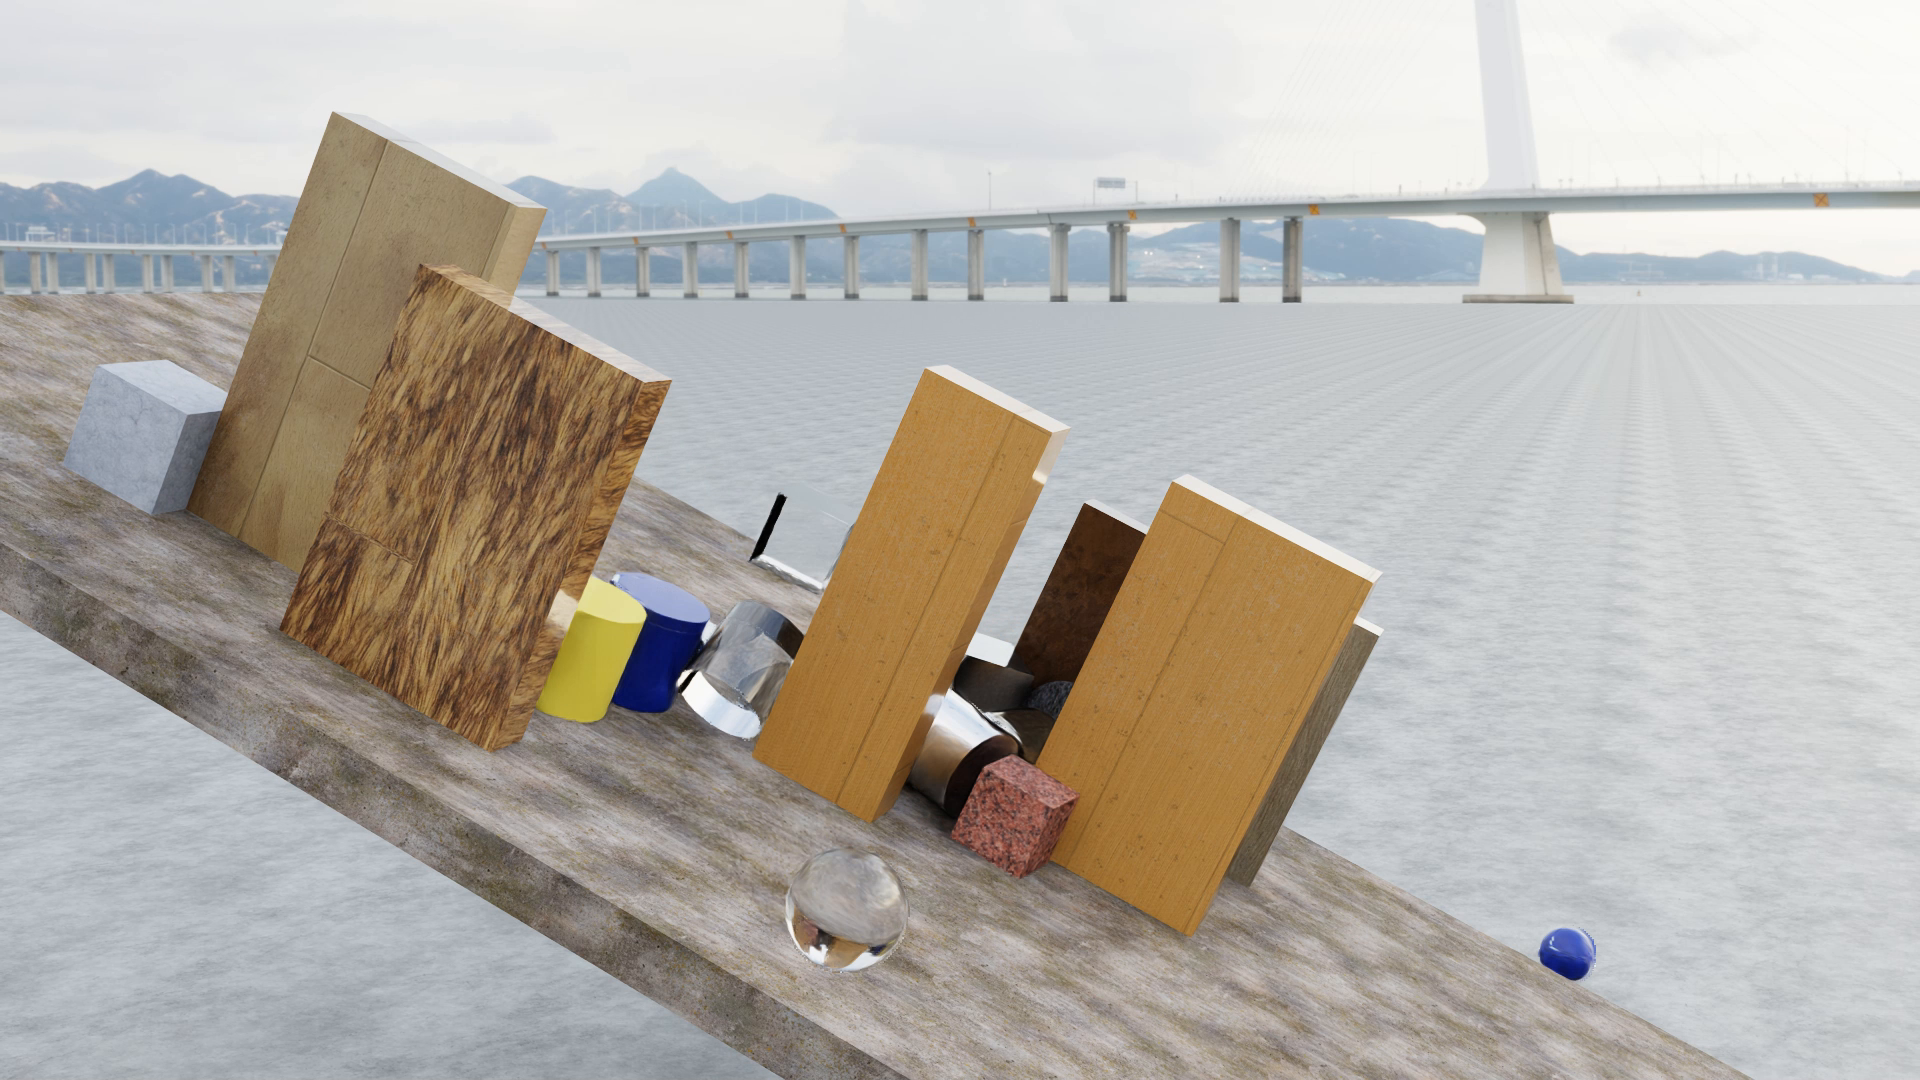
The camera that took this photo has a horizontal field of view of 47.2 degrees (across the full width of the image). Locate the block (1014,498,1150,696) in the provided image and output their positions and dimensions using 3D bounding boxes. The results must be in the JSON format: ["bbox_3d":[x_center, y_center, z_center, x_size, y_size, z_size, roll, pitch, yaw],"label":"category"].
[{"bbox_3d":[0.324,0.229,4.681,0.365,0.520,0.082,28,14,12],"label":"block"}]

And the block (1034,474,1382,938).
[{"bbox_3d":[0.426,0.306,4.082,0.402,0.746,0.141,28,14,12],"label":"block"}]

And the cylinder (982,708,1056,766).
[{"bbox_3d":[0.093,0.418,4.302,0.173,0.173,0.173,4,1,31],"label":"cylinder"}]

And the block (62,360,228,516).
[{"bbox_3d":[-1.418,-0.185,3.894,0.194,0.194,0.194,27,14,11],"label":"block"}]

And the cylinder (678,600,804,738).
[{"bbox_3d":[-0.389,0.235,3.991,0.176,0.176,0.176,5,47,39],"label":"cylinder"}]

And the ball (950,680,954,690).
[{"bbox_3d":[-0.098,0.285,4.477,0.172,0.172,0.172,0,7,0],"label":"ball"}]

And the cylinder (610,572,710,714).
[{"bbox_3d":[-0.576,0.185,3.980,0.188,0.188,0.188,24,14,-6],"label":"cylinder"}]

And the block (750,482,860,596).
[{"bbox_3d":[-0.352,-0.004,5.111,0.179,0.179,0.179,26,14,6],"label":"block"}]

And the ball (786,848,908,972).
[{"bbox_3d":[-0.171,0.554,3.301,0.184,0.184,0.184,0,7,0],"label":"ball"}]

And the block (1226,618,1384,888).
[{"bbox_3d":[0.540,0.350,4.460,0.405,0.585,0.081,28,14,12],"label":"block"}]

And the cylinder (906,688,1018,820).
[{"bbox_3d":[-0.024,0.396,4.140,0.189,0.189,0.189,-7,34,-47],"label":"cylinder"}]

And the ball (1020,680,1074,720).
[{"bbox_3d":[0.210,0.388,4.593,0.187,0.187,0.187,0,7,0],"label":"ball"}]

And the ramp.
[{"bbox_3d":[-0.261,0.444,4.169,4.000,0.100,2.000,28,14,12],"label":"ramp"}]

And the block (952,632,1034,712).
[{"bbox_3d":[0.024,0.302,4.628,0.170,0.170,0.170,19,15,-23],"label":"block"}]

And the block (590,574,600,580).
[{"bbox_3d":[-0.774,0.097,4.108,0.124,0.124,0.124,34,16,35],"label":"block"}]

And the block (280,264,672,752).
[{"bbox_3d":[-0.781,-0.052,3.518,0.422,0.655,0.101,28,14,12],"label":"block"}]

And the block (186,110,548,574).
[{"bbox_3d":[-1.037,-0.309,3.819,0.384,0.760,0.104,28,14,12],"label":"block"}]

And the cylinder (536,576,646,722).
[{"bbox_3d":[-0.670,0.183,3.813,0.194,0.194,0.194,23,14,-6],"label":"cylinder"}]

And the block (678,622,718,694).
[{"bbox_3d":[-0.492,0.225,4.143,0.112,0.112,0.112,28,14,15],"label":"block"}]

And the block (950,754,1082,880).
[{"bbox_3d":[0.102,0.506,4.032,0.150,0.150,0.150,29,14,18],"label":"block"}]

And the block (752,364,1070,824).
[{"bbox_3d":[-0.091,0.097,3.902,0.251,0.777,0.127,28,14,12],"label":"block"}]

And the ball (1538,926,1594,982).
[{"bbox_3d":[1.590,1.086,5.765,0.143,0.143,0.143,0,7,0],"label":"ball"}]
